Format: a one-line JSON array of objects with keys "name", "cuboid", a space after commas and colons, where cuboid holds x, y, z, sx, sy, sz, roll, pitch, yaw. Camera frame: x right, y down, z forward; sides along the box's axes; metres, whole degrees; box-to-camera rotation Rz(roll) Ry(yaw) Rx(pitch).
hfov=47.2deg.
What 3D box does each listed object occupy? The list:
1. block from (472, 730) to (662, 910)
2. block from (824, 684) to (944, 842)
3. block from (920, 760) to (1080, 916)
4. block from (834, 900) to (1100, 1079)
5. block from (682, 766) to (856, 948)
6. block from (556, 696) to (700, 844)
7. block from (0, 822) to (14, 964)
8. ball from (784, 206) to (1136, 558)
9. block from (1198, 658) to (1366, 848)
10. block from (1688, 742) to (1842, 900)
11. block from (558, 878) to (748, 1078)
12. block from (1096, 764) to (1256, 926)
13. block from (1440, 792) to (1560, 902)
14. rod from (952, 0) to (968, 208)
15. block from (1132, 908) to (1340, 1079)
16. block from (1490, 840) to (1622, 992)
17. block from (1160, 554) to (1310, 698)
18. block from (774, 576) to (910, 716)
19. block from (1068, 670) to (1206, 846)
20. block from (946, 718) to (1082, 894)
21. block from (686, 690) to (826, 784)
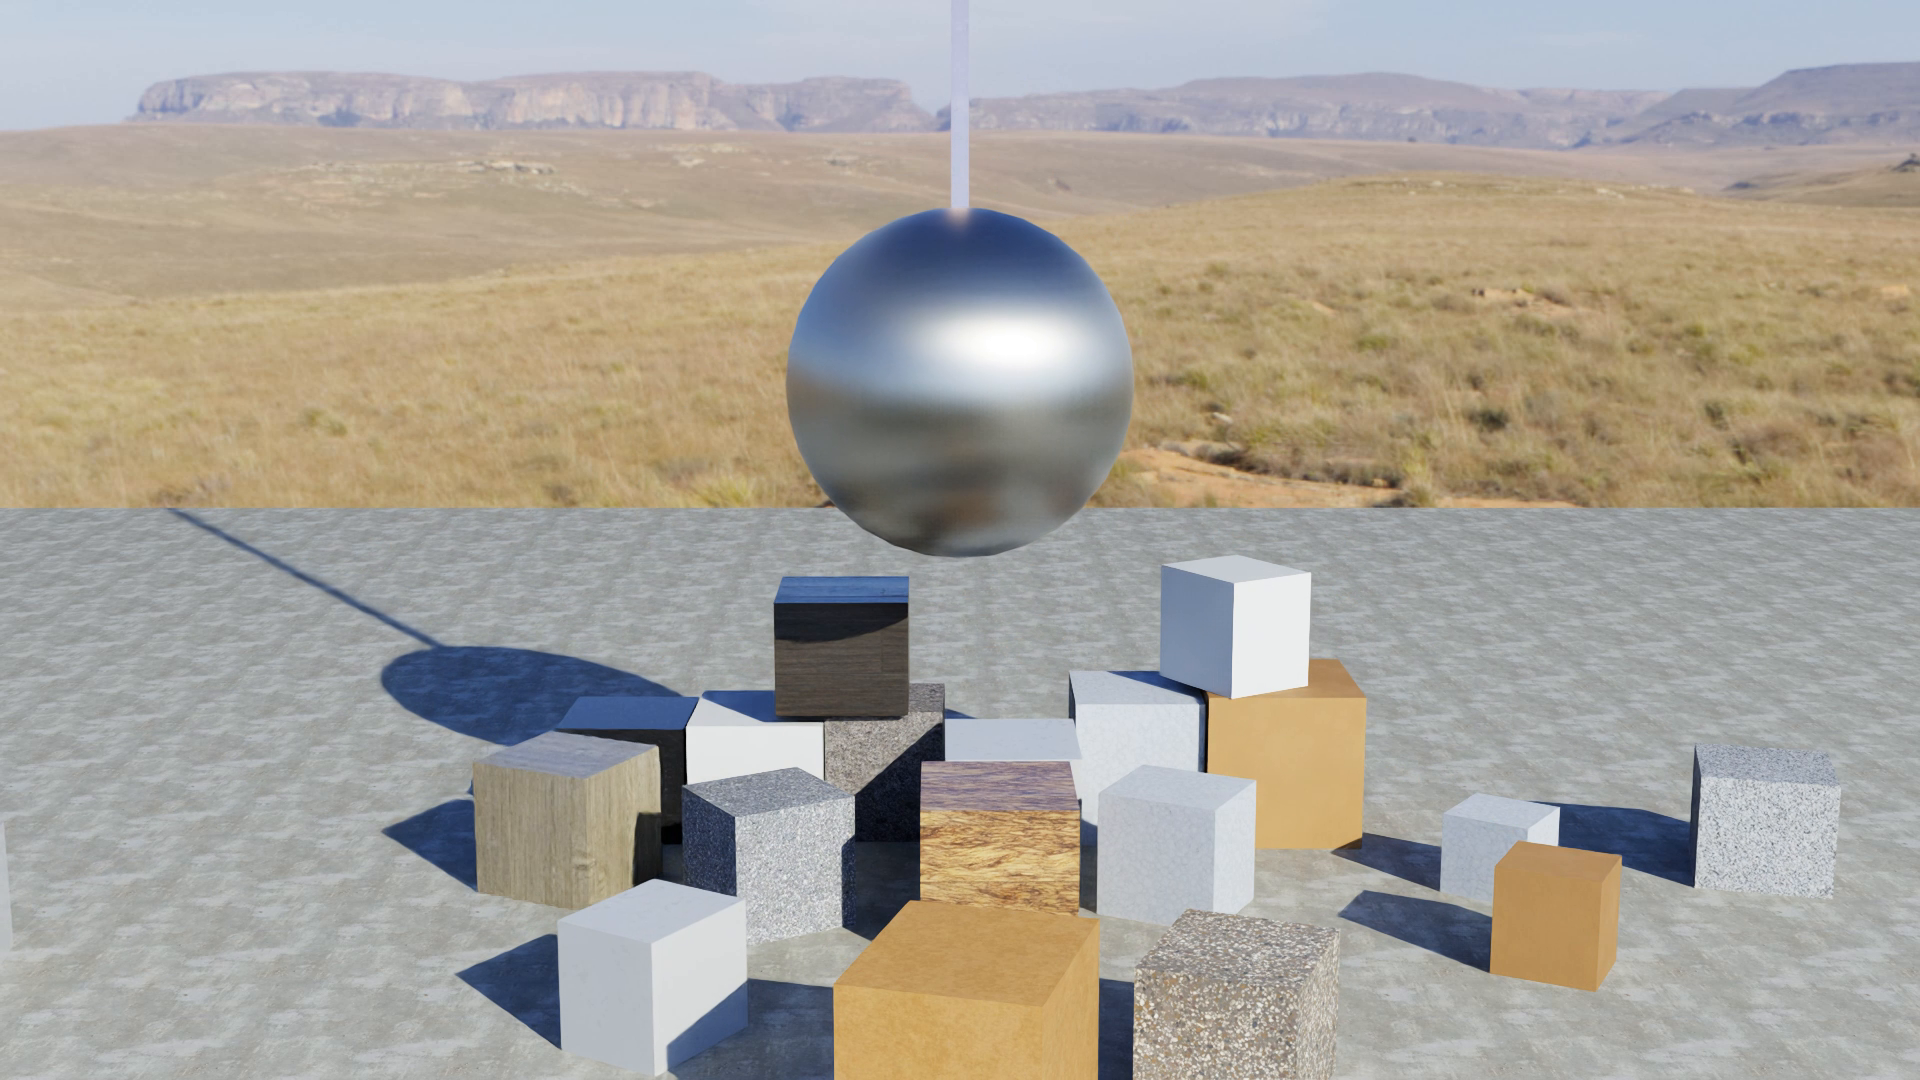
[{"name": "block", "cuboid": [-1.861, 1.328, 10.471, 0.632, 0.640, 0.614, 5, 11, 25]}, {"name": "block", "cuboid": [-0.380, 1.143, 11.380, 0.592, 0.679, 0.594, 0, 10, 1]}, {"name": "block", "cuboid": [0.167, 1.425, 9.776, 0.679, 0.698, 0.757, 0, 10, -1]}, {"name": "block", "cuboid": [0.041, 1.785, 7.732, 0.721, 0.722, 0.858, 3, 11, 16]}, {"name": "block", "cuboid": [-0.872, 1.432, 10.007, 0.593, 0.602, 0.564, -6, 12, -31]}, {"name": "block", "cuboid": [-1.702, 1.183, 11.383, 0.642, 0.599, 0.652, 0, 10, 0]}, {"name": "block", "cuboid": [-4.406, 1.568, 9.352, 0.560, 0.568, 0.548, -2, 10, -11]}, {"name": "ball", "cuboid": [0.000, -0.715, 10.061, 1.600, 1.600, 1.600, 0, 10, 0]}, {"name": "block", "cuboid": [1.625, 1.092, 11.378, 0.780, 0.780, 0.833, 0, 10, 0]}, {"name": "block", "cuboid": [3.872, 1.347, 10.620, 0.615, 0.550, 0.611, 3, 11, 15]}, {"name": "block", "cuboid": [-1.204, 1.711, 8.663, 0.470, 0.534, 0.579, 6, 12, 31]}, {"name": "block", "cuboid": [1.003, 1.417, 10.159, 0.568, 0.577, 0.528, 5, 12, 27]}, {"name": "block", "cuboid": [2.559, 1.467, 10.422, 0.414, 0.385, 0.411, 7, 13, 34]}, {"name": "rod", "cuboid": [0.000, -4.114, 10.004, 0.080, 5.200, 0.080, 0, 1, 0]}, {"name": "block", "cuboid": [1.035, 1.784, 8.180, 0.602, 0.563, 0.671, 4, 11, 22]}, {"name": "block", "cuboid": [2.552, 1.603, 9.417, 0.446, 0.477, 0.401, 5, 12, 27]}, {"name": "block", "cuboid": [1.397, 0.432, 11.199, 0.497, 0.583, 0.578, -7, 12, -32]}, {"name": "block", "cuboid": [-0.593, 0.533, 11.235, 0.662, 0.575, 0.671, 0, 10, -1]}, {"name": "block", "cuboid": [0.902, 1.117, 11.376, 0.647, 0.732, 0.705, 0, 10, 0]}, {"name": "block", "cuboid": [0.248, 1.282, 10.675, 0.640, 0.658, 0.734, 0, 10, -1]}, {"name": "block", "cuboid": [-1.023, 1.171, 11.389, 0.681, 0.621, 0.732, 0, 10, 1]}]
